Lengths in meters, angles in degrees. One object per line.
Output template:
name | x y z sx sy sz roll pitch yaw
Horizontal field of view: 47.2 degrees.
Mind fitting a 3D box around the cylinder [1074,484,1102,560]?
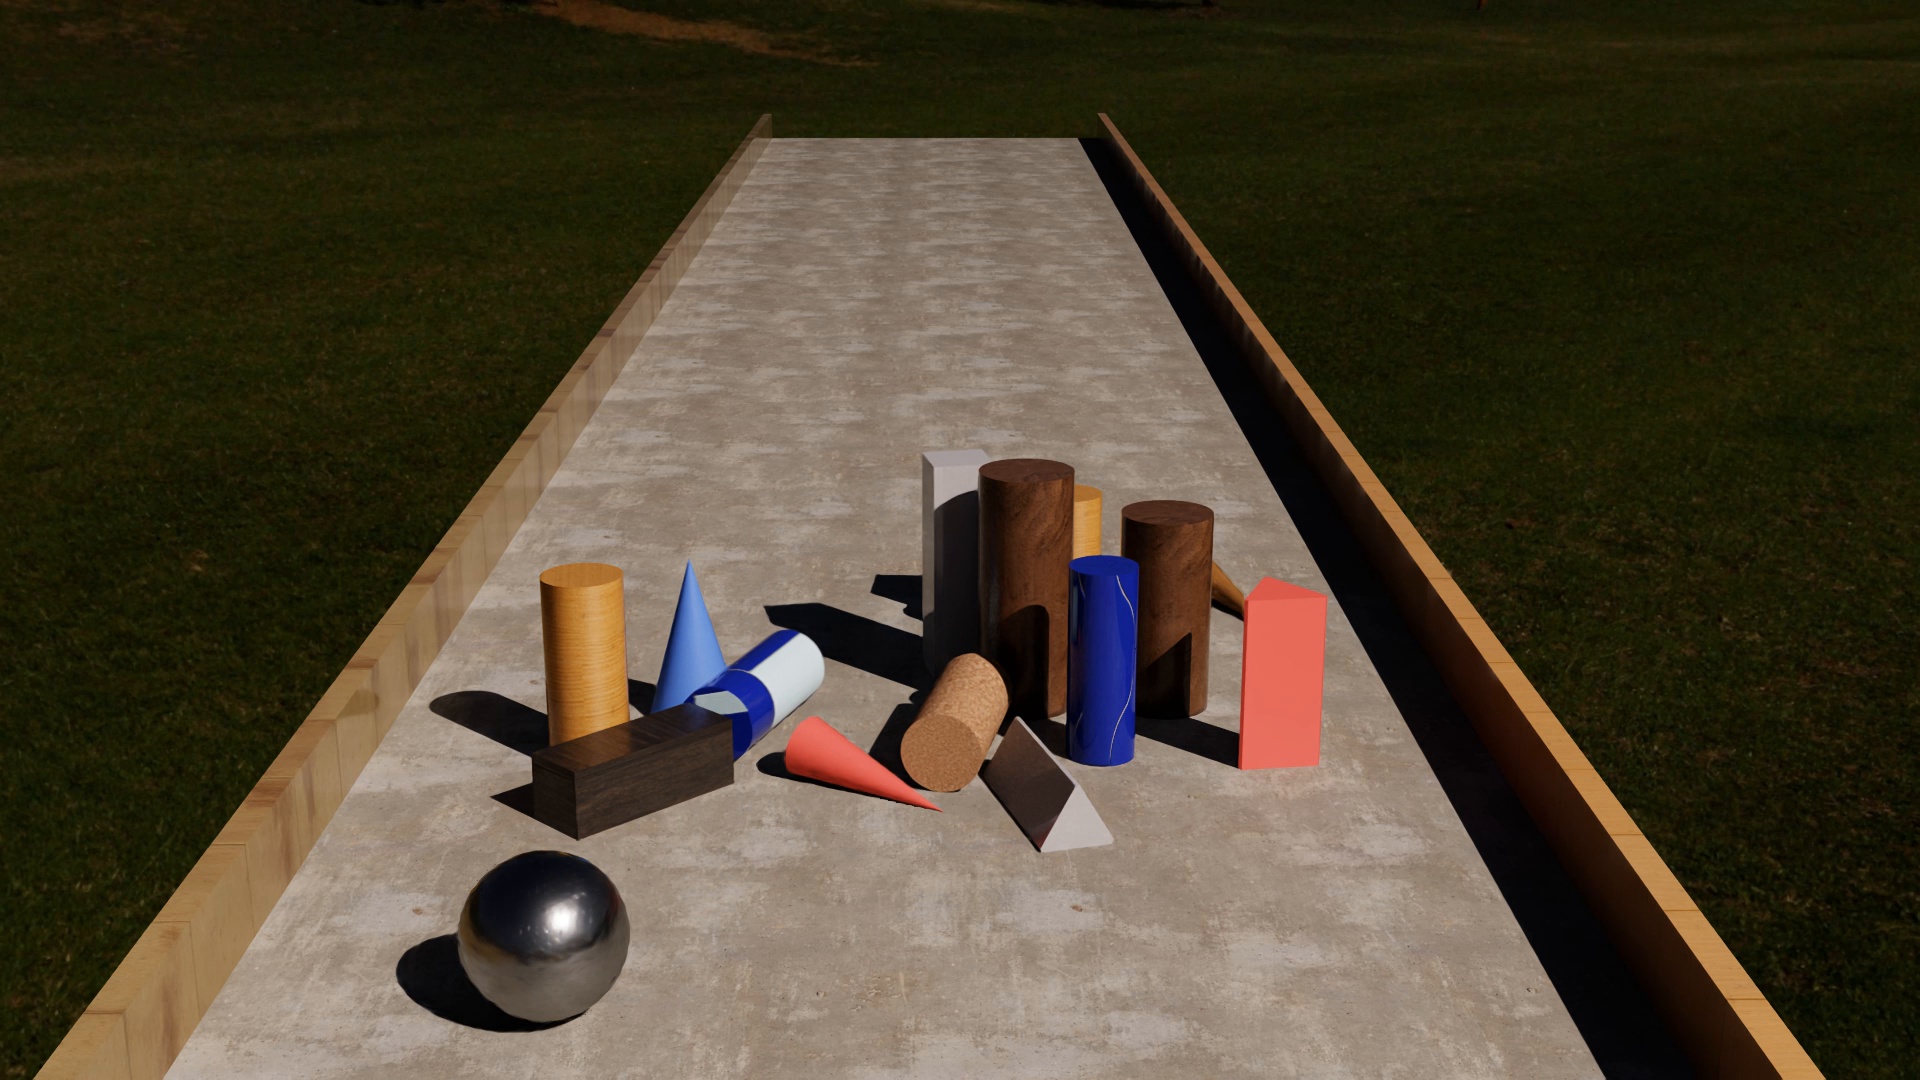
cylinder | 0.216 0.067 4.414 0.134 0.335 0.134 0 17 0

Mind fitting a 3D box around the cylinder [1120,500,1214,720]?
cylinder | 0.385 0.130 4.128 0.172 0.378 0.172 0 17 0

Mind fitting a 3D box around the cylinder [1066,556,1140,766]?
cylinder | 0.251 0.214 3.889 0.123 0.353 0.123 0 17 0

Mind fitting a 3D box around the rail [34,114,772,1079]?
rail | -1.118 -0.838 7.780 0.050 0.150 12.000 0 17 -1

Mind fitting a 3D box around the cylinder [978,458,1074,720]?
cylinder | 0.123 0.092 4.114 0.178 0.459 0.178 0 17 0

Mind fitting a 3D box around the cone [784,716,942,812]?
cone | -0.149 0.407 3.764 0.303 0.107 0.107 22 26 29

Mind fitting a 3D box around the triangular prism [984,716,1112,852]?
triangular prism | 0.144 0.400 3.682 0.124 0.107 0.319 -5 17 -16

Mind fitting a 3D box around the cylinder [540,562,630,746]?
cylinder | -0.658 0.225 3.868 0.144 0.343 0.144 0 17 0

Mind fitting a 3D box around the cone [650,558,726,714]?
cone | -0.497 0.179 4.086 0.171 0.307 0.171 0 17 0

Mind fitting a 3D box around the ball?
ball | -0.568 0.540 3.002 0.232 0.232 0.232 0 17 0

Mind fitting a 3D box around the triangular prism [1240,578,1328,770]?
triangular prism | 0.554 0.233 3.895 0.144 0.313 0.125 -2 17 -8

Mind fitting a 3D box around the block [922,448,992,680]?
block | -0.004 0.047 4.312 0.119 0.430 0.119 -3 17 -12

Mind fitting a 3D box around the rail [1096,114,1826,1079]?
rail | 0.932 -0.844 7.801 0.050 0.150 12.000 0 17 -1

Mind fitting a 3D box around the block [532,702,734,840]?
block | -0.549 0.386 3.719 0.119 0.119 0.331 16 23 42

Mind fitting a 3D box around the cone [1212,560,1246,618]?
cone | 0.573 0.115 4.750 0.103 0.103 0.459 -7 24 -21

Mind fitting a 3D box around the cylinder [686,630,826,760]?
cylinder | -0.376 0.281 4.033 0.141 0.141 0.329 6 17 18

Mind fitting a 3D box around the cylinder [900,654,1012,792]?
cylinder | -0.002 0.320 3.902 0.142 0.142 0.319 3 17 10
